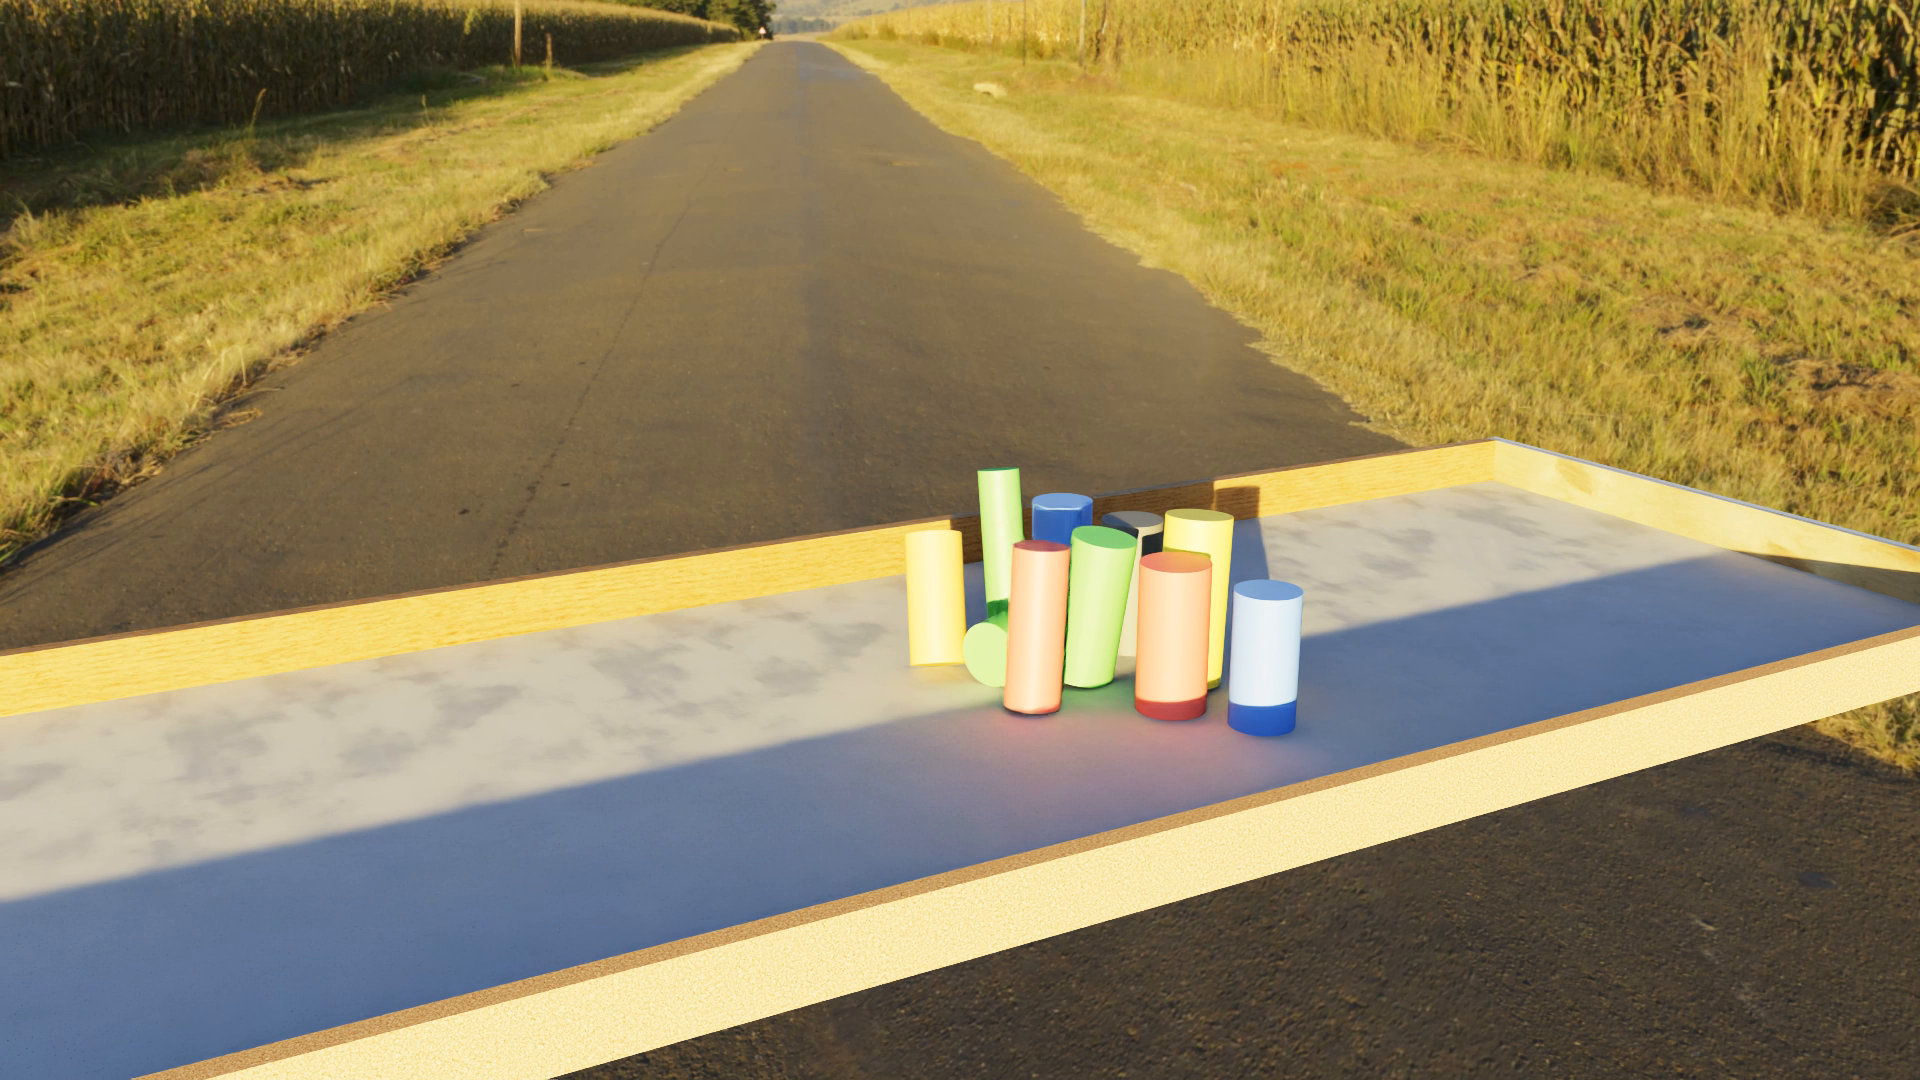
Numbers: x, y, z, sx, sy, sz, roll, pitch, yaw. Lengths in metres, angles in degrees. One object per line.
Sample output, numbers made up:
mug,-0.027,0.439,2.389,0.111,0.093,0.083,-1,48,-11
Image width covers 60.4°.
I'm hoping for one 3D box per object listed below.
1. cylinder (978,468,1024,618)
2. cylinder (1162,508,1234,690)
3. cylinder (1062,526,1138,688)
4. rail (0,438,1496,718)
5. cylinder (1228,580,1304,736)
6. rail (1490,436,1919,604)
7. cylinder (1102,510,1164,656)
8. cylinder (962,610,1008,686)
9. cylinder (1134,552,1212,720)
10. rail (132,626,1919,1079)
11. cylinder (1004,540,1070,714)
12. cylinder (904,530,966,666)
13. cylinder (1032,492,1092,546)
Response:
cylinder,0.117,0.038,4.395,0.111,0.455,0.111,-4,7,0
cylinder,0.578,0.145,4.089,0.167,0.421,0.167,3,11,-1
cylinder,0.330,0.166,4.102,0.163,0.369,0.163,7,19,-3
rail,-3.305,0.497,3.399,12.000,0.150,0.050,-9,18,-27
cylinder,0.709,0.273,3.839,0.158,0.330,0.158,0,16,0
rail,2.466,-0.048,5.253,0.050,0.150,2.100,-9,18,-27
cylinder,0.450,0.113,4.348,0.163,0.350,0.163,0,16,0
cylinder,0.182,0.241,4.242,0.165,0.165,0.380,11,20,33
cylinder,0.508,0.228,3.929,0.172,0.366,0.172,0,16,0
rail,-2.336,1.006,1.665,12.000,0.150,0.050,-9,18,-27
cylinder,0.183,0.206,3.940,0.137,0.391,0.137,3,11,-1
cylinder,-0.061,0.150,4.199,0.147,0.333,0.147,-3,-8,0
cylinder,0.283,0.050,4.598,0.167,0.331,0.167,0,16,0
